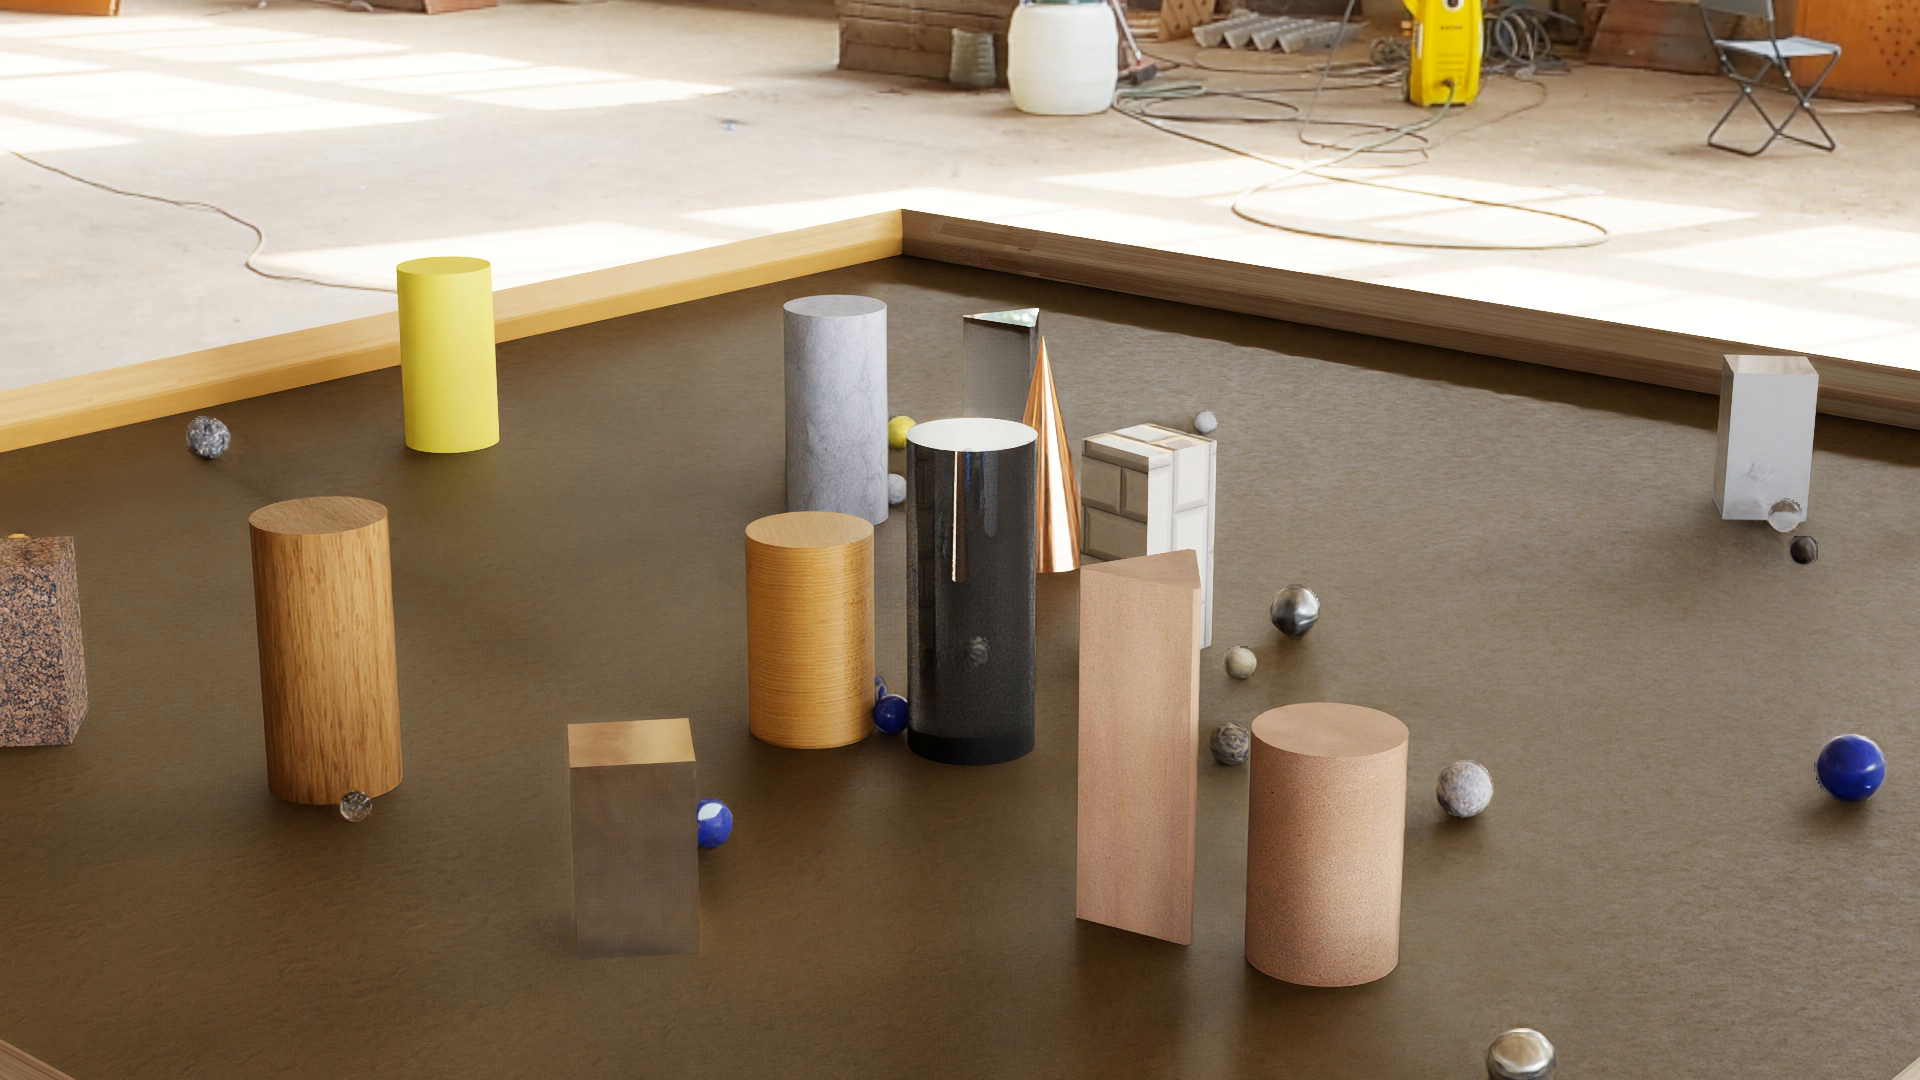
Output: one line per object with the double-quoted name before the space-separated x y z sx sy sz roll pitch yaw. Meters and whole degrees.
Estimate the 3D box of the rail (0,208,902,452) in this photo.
"rail" -1.578 -0.364 6.432 0.045 0.126 4.379 14 22 39

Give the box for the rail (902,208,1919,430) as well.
"rail" 1.420 -0.441 6.686 4.228 0.126 0.045 14 22 39

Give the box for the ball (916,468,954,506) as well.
"ball" -0.049 -0.101 5.655 0.072 0.072 0.072 0 17 0

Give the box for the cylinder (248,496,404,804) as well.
"cylinder" -0.912 0.158 4.226 0.193 0.403 0.193 0 17 0

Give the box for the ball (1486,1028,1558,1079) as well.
"ball" 0.639 0.596 3.333 0.081 0.081 0.081 0 17 0

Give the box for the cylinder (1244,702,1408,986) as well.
"cylinder" 0.457 0.379 3.667 0.193 0.303 0.193 0 17 0

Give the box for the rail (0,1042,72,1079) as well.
"rail" -1.420 0.504 3.554 4.228 0.126 0.045 14 22 39

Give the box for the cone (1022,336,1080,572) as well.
"cone" 0.148 -0.167 5.286 0.193 0.412 0.193 0 17 0

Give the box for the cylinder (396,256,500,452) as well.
"cylinder" -1.061 -0.386 6.079 0.193 0.373 0.193 0 17 0

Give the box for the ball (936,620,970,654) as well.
"ball" -0.011 0.161 4.817 0.056 0.056 0.056 0 17 0

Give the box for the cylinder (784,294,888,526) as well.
"cylinder" -0.234 -0.242 5.540 0.193 0.409 0.193 0 17 0

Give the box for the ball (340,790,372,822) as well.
"ball" -0.851 0.375 4.128 0.044 0.044 0.044 0 17 0

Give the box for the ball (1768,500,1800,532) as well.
"ball" 1.543 -0.044 5.488 0.060 0.060 0.060 0 17 0

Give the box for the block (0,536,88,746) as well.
"block" -1.427 0.154 4.449 0.155 0.281 0.155 -2 17 -6

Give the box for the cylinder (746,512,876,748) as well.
"cylinder" -0.226 0.135 4.452 0.193 0.316 0.193 0 17 0

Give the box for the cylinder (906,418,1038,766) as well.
"cylinder" 0.017 0.076 4.362 0.193 0.481 0.193 0 17 0

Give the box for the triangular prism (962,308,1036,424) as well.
"triangular prism" 0.116 -0.312 5.964 0.168 0.298 0.145 11 20 33

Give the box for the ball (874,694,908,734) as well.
"ball" -0.102 0.265 4.463 0.060 0.060 0.060 0 17 0

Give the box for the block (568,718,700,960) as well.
"block" -0.416 0.380 3.738 0.155 0.260 0.155 -2 17 -8

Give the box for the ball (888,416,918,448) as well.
"ball" -0.119 -0.223 6.065 0.068 0.068 0.068 0 17 0

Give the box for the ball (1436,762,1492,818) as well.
"ball" 0.711 0.352 4.142 0.079 0.079 0.079 0 17 0

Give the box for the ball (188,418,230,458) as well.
"ball" -1.535 -0.209 5.992 0.084 0.084 0.084 0 17 0

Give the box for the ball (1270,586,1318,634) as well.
"ball" 0.559 0.118 4.913 0.081 0.081 0.081 0 17 0

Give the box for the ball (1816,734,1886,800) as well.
"ball" 1.278 0.326 4.201 0.096 0.096 0.096 0 17 0

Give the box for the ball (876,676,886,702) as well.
"ball" -0.139 0.234 4.589 0.047 0.047 0.047 0 17 0

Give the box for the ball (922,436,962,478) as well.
"ball" -0.036 -0.165 5.851 0.082 0.082 0.082 0 17 0

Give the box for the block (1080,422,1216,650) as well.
"block" 0.308 0.005 4.821 0.155 0.351 0.155 -14 22 -39

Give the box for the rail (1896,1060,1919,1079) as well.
"rail" 1.578 0.427 3.808 0.045 0.126 4.379 14 22 39

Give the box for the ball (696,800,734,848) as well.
"ball" -0.346 0.391 4.036 0.067 0.067 0.067 0 17 0

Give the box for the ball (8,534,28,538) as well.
"ball" -1.698 0.018 5.286 0.058 0.058 0.058 0 17 0

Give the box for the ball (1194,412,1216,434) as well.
"ball" 0.518 -0.247 6.186 0.046 0.046 0.046 0 17 0

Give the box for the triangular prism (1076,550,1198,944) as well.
"triangular prism" 0.260 0.257 3.770 0.168 0.476 0.145 10 20 31

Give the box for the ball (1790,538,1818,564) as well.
"ball" 1.525 0.019 5.300 0.048 0.048 0.048 0 17 0

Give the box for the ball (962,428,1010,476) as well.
"ball" 0.052 -0.176 5.861 0.097 0.097 0.097 0 17 0

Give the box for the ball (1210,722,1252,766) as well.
"ball" 0.401 0.301 4.338 0.063 0.063 0.063 0 17 0

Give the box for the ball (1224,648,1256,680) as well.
"ball" 0.450 0.198 4.703 0.050 0.050 0.050 0 17 0

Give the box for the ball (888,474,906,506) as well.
"ball" -0.130 -0.097 5.663 0.061 0.061 0.061 0 17 0

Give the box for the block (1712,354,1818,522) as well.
"block" 1.537 -0.196 5.602 0.155 0.285 0.155 2 17 7
